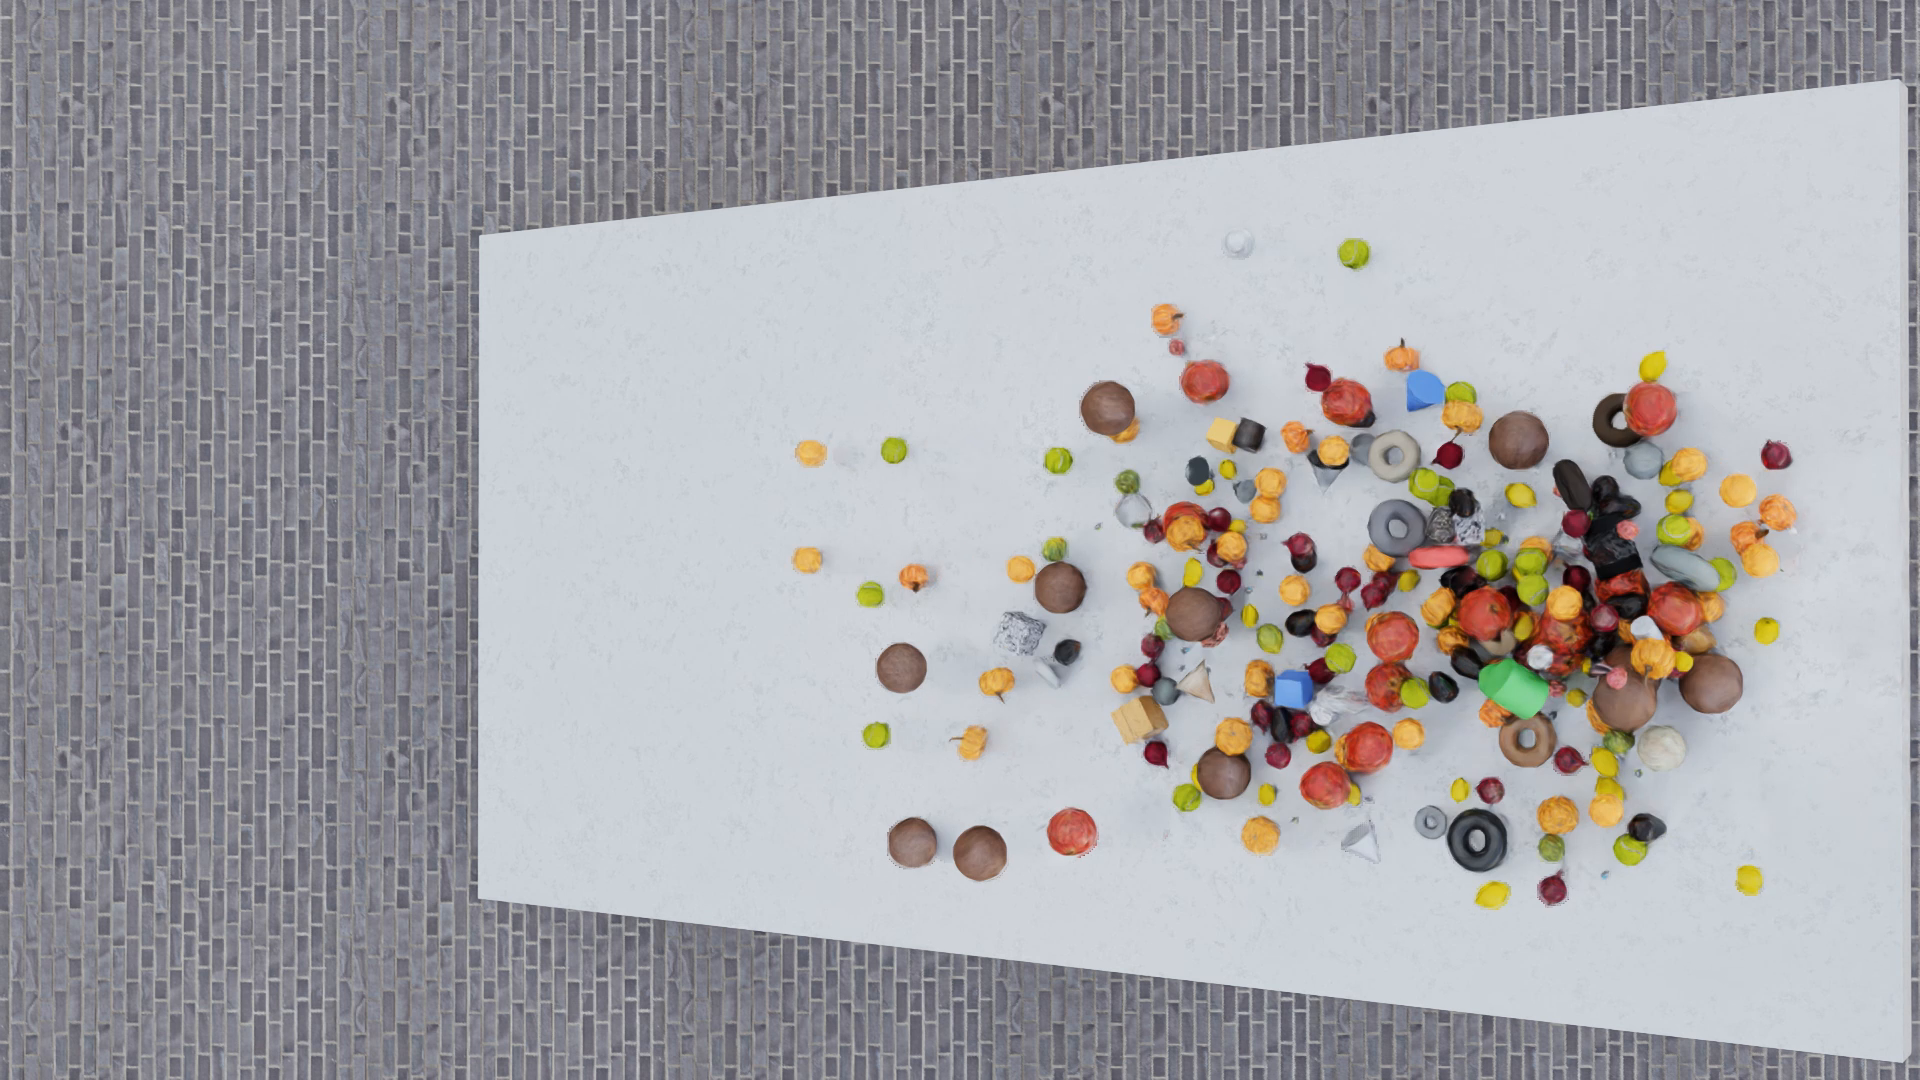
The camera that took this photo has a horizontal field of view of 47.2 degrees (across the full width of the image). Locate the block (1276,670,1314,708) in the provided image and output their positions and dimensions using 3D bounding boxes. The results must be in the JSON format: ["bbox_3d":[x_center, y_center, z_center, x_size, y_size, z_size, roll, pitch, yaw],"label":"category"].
[{"bbox_3d":[0.782,0.348,5.146,0.066,0.066,0.066,6,108,31],"label":"block"}]

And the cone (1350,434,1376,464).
[{"bbox_3d":[0.918,-0.212,5.069,0.074,0.074,0.074,0,89,33],"label":"cone"}]

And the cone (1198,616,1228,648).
[{"bbox_3d":[0.589,0.205,5.257,0.076,0.076,0.076,-37,46,0],"label":"cone"}]

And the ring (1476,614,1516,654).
[{"bbox_3d":[1.181,0.208,4.841,0.033,0.098,0.098,-28,89,-35],"label":"ring"}]

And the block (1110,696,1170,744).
[{"bbox_3d":[0.439,0.439,5.363,0.087,0.087,0.087,-33,72,28],"label":"block"}]

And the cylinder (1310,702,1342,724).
[{"bbox_3d":[0.852,0.401,5.116,0.054,0.054,0.054,1,92,35],"label":"cylinder"}]

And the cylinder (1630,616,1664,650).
[{"bbox_3d":[1.430,0.193,4.581,0.050,0.050,0.050,-43,123,0],"label":"cylinder"}]

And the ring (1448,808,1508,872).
[{"bbox_3d":[1.157,0.672,4.916,0.143,0.048,0.143,-6,80,41],"label":"ring"}]

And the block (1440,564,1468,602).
[{"bbox_3d":[1.117,0.096,4.930,0.055,0.055,0.055,-17,72,-8],"label":"block"}]

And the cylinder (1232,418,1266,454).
[{"bbox_3d":[0.685,-0.248,5.216,0.063,0.063,0.063,24,86,0],"label":"cylinder"}]

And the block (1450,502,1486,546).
[{"bbox_3d":[1.127,-0.036,4.876,0.064,0.064,0.064,-8,132,8],"label":"block"}]

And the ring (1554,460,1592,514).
[{"bbox_3d":[1.320,-0.115,4.738,0.042,0.125,0.125,-24,90,0],"label":"ring"}]

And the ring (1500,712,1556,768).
[{"bbox_3d":[1.254,0.439,4.862,0.131,0.044,0.131,-5,81,36],"label":"ring"}]

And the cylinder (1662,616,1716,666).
[{"bbox_3d":[1.546,0.215,4.659,0.077,0.077,0.077,47,115,0],"label":"cylinder"}]

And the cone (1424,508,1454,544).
[{"bbox_3d":[1.074,-0.052,4.931,0.088,0.088,0.088,-14,55,21],"label":"cone"}]

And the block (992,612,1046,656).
[{"bbox_3d":[0.149,0.237,5.554,0.083,0.083,0.083,29,105,30],"label":"block"}]

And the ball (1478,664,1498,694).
[{"bbox_3d":[1.174,0.309,4.816,0.078,0.078,0.078,0,90,0],"label":"ball"}]

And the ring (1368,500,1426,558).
[{"bbox_3d":[0.994,-0.026,4.998,0.139,0.046,0.139,2,74,-7],"label":"ring"}]

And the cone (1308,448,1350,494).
[{"bbox_3d":[0.853,-0.148,5.128,0.097,0.097,0.097,3,124,0],"label":"cone"}]

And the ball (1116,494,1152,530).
[{"bbox_3d":[0.417,-0.068,5.276,0.088,0.088,0.088,0,90,0],"label":"ball"}]

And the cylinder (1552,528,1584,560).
[{"bbox_3d":[1.330,0.008,4.807,0.052,0.052,0.052,27,90,0],"label":"cylinder"}]

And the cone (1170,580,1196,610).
[{"bbox_3d":[0.550,0.123,5.325,0.067,0.067,0.067,23,66,0],"label":"cone"}]

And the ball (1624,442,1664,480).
[{"bbox_3d":[1.450,-0.168,4.662,0.082,0.082,0.082,0,90,0],"label":"ball"}]

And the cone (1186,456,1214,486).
[{"bbox_3d":[0.590,-0.161,5.274,0.072,0.072,0.072,-7,80,42],"label":"cone"}]

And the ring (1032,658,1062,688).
[{"bbox_3d":[0.217,0.334,5.507,0.032,0.095,0.095,-40,90,0],"label":"ring"}]

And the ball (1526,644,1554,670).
[{"bbox_3d":[1.230,0.249,4.661,0.056,0.056,0.056,0,90,0],"label":"ball"}]

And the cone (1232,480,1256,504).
[{"bbox_3d":[0.668,-0.124,5.257,0.059,0.059,0.059,-10,112,-26],"label":"cone"}]

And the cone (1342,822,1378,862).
[{"bbox_3d":[0.940,0.711,5.068,0.084,0.084,0.084,-40,98,0],"label":"cone"}]

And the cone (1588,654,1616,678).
[{"bbox_3d":[1.362,0.272,4.652,0.052,0.052,0.052,15,89,27],"label":"cone"}]

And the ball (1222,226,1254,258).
[{"bbox_3d":[0.662,-0.710,5.239,0.072,0.072,0.072,0,90,0],"label":"ball"}]

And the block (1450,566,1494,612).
[{"bbox_3d":[1.130,0.108,4.855,0.061,0.061,0.061,37,107,-24],"label":"block"}]

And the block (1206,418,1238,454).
[{"bbox_3d":[0.632,-0.249,5.250,0.058,0.058,0.058,20,77,33],"label":"block"}]

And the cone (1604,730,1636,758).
[{"bbox_3d":[1.435,0.428,4.752,0.063,0.063,0.063,-38,90,5],"label":"cone"}]

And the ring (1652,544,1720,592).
[{"bbox_3d":[1.501,0.058,4.549,0.149,0.149,0.050,31,87,0],"label":"ring"}]

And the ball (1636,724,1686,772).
[{"bbox_3d":[1.474,0.438,4.621,0.100,0.100,0.100,0,90,0],"label":"ball"}]

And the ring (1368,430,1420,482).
[{"bbox_3d":[0.995,-0.191,5.035,0.122,0.041,0.122,-1,87,27],"label":"ring"}]

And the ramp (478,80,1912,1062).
[{"bbox_3d":[0.258,0.071,5.594,4.000,0.100,2.000,0,89,33],"label":"ramp"}]

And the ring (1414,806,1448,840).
[{"bbox_3d":[1.070,0.642,4.993,0.077,0.026,0.077,2,93,31],"label":"ring"}]

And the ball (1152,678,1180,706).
[{"bbox_3d":[0.499,0.368,5.334,0.068,0.068,0.068,0,90,0],"label":"ball"}]

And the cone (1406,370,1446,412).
[{"bbox_3d":[1.040,-0.319,5.007,0.096,0.096,0.096,11,53,-14],"label":"cone"}]

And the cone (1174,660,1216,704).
[{"bbox_3d":[0.562,0.346,5.097,0.095,0.095,0.095,-42,86,0],"label":"cone"}]

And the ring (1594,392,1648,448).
[{"bbox_3d":[1.430,-0.259,4.761,0.120,0.040,0.120,0,90,34],"label":"ring"}]

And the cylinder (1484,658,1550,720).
[{"bbox_3d":[1.198,0.320,4.731,0.098,0.098,0.098,32,90,-7],"label":"cylinder"}]

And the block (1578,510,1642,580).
[{"bbox_3d":[1.385,0.012,4.682,0.092,0.092,0.092,-21,117,13],"label":"block"}]
